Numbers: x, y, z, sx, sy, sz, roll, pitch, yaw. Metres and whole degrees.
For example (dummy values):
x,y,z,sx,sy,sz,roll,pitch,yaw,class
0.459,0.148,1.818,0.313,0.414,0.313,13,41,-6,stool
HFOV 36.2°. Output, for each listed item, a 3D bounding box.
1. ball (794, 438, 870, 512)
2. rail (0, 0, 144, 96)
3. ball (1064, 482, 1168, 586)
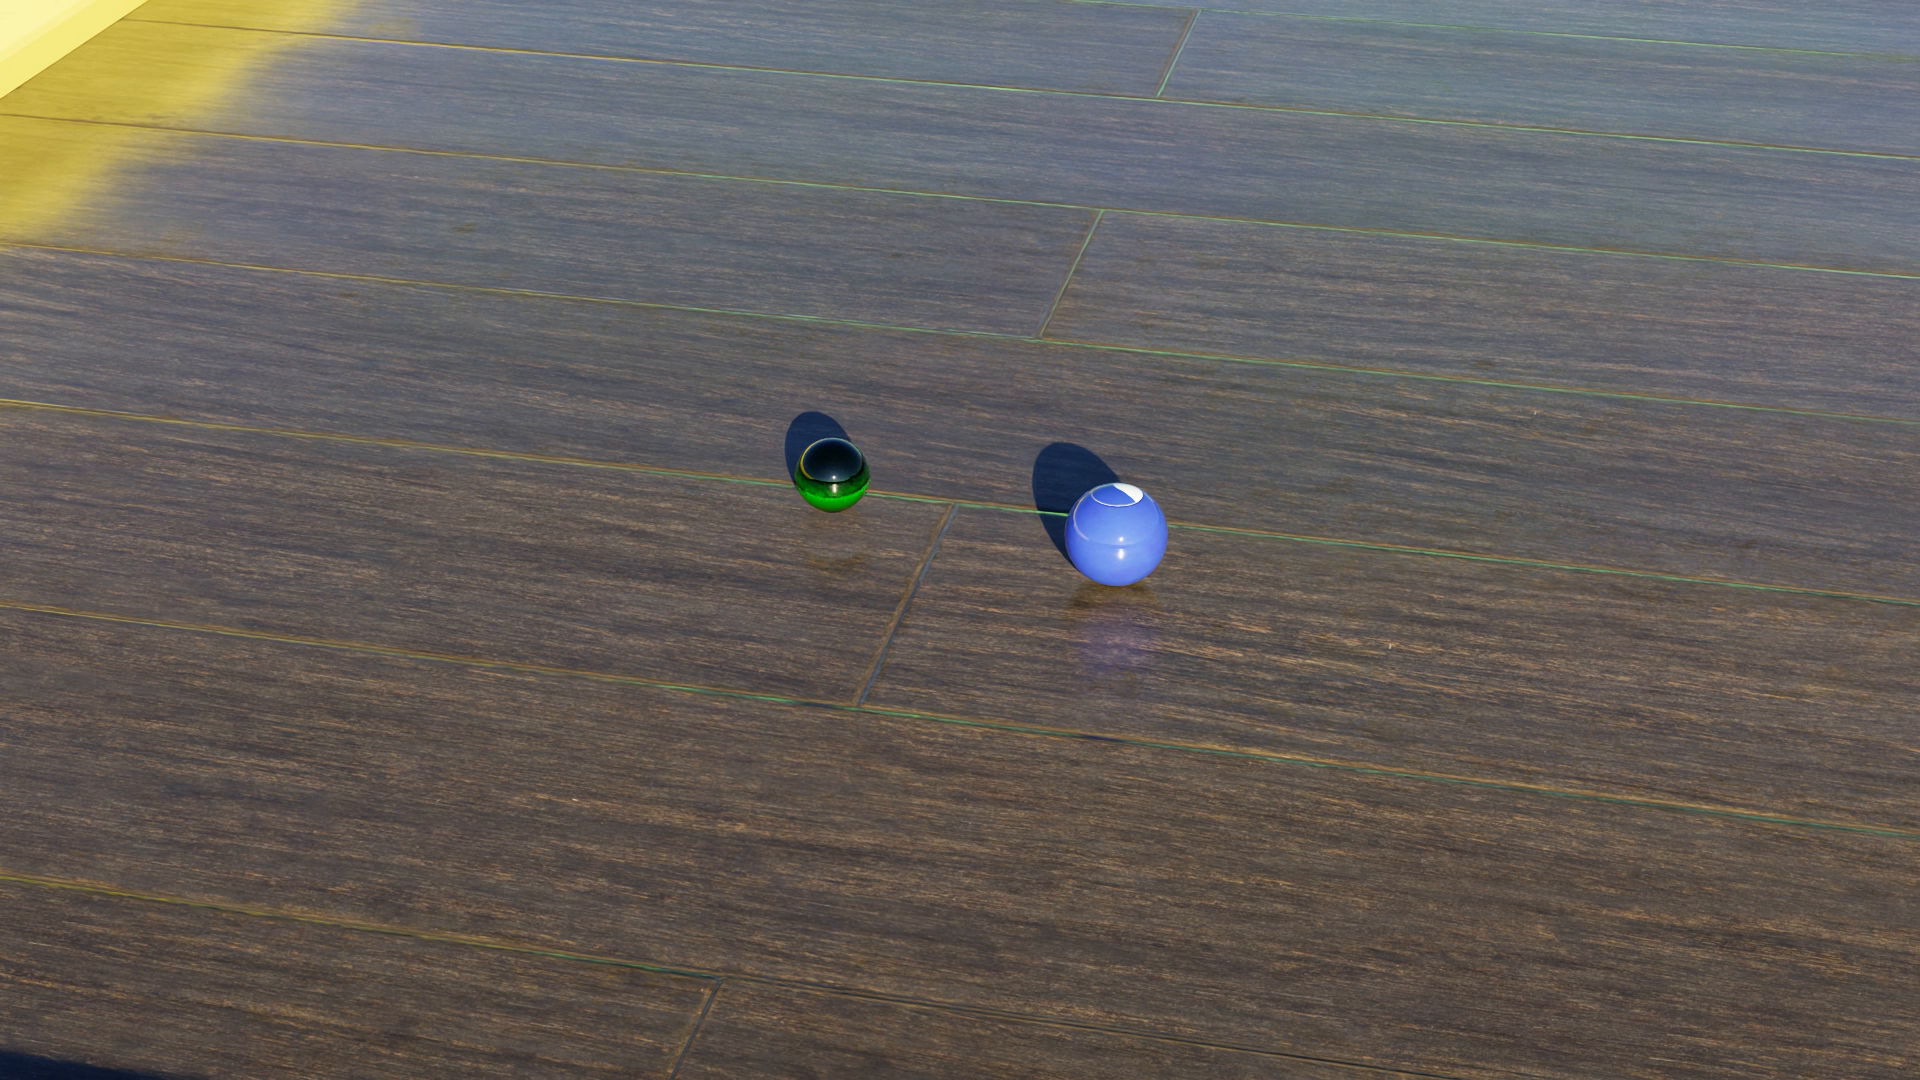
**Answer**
x,y,z,sx,sy,sz,roll,pitch,yaw,class
-0.079,-0.040,1.813,0.046,0.046,0.046,0,28,0,ball
-0.737,-0.529,2.642,0.045,0.118,3.463,6,29,11,rail
0.092,-0.003,1.728,0.061,0.061,0.061,0,28,0,ball
